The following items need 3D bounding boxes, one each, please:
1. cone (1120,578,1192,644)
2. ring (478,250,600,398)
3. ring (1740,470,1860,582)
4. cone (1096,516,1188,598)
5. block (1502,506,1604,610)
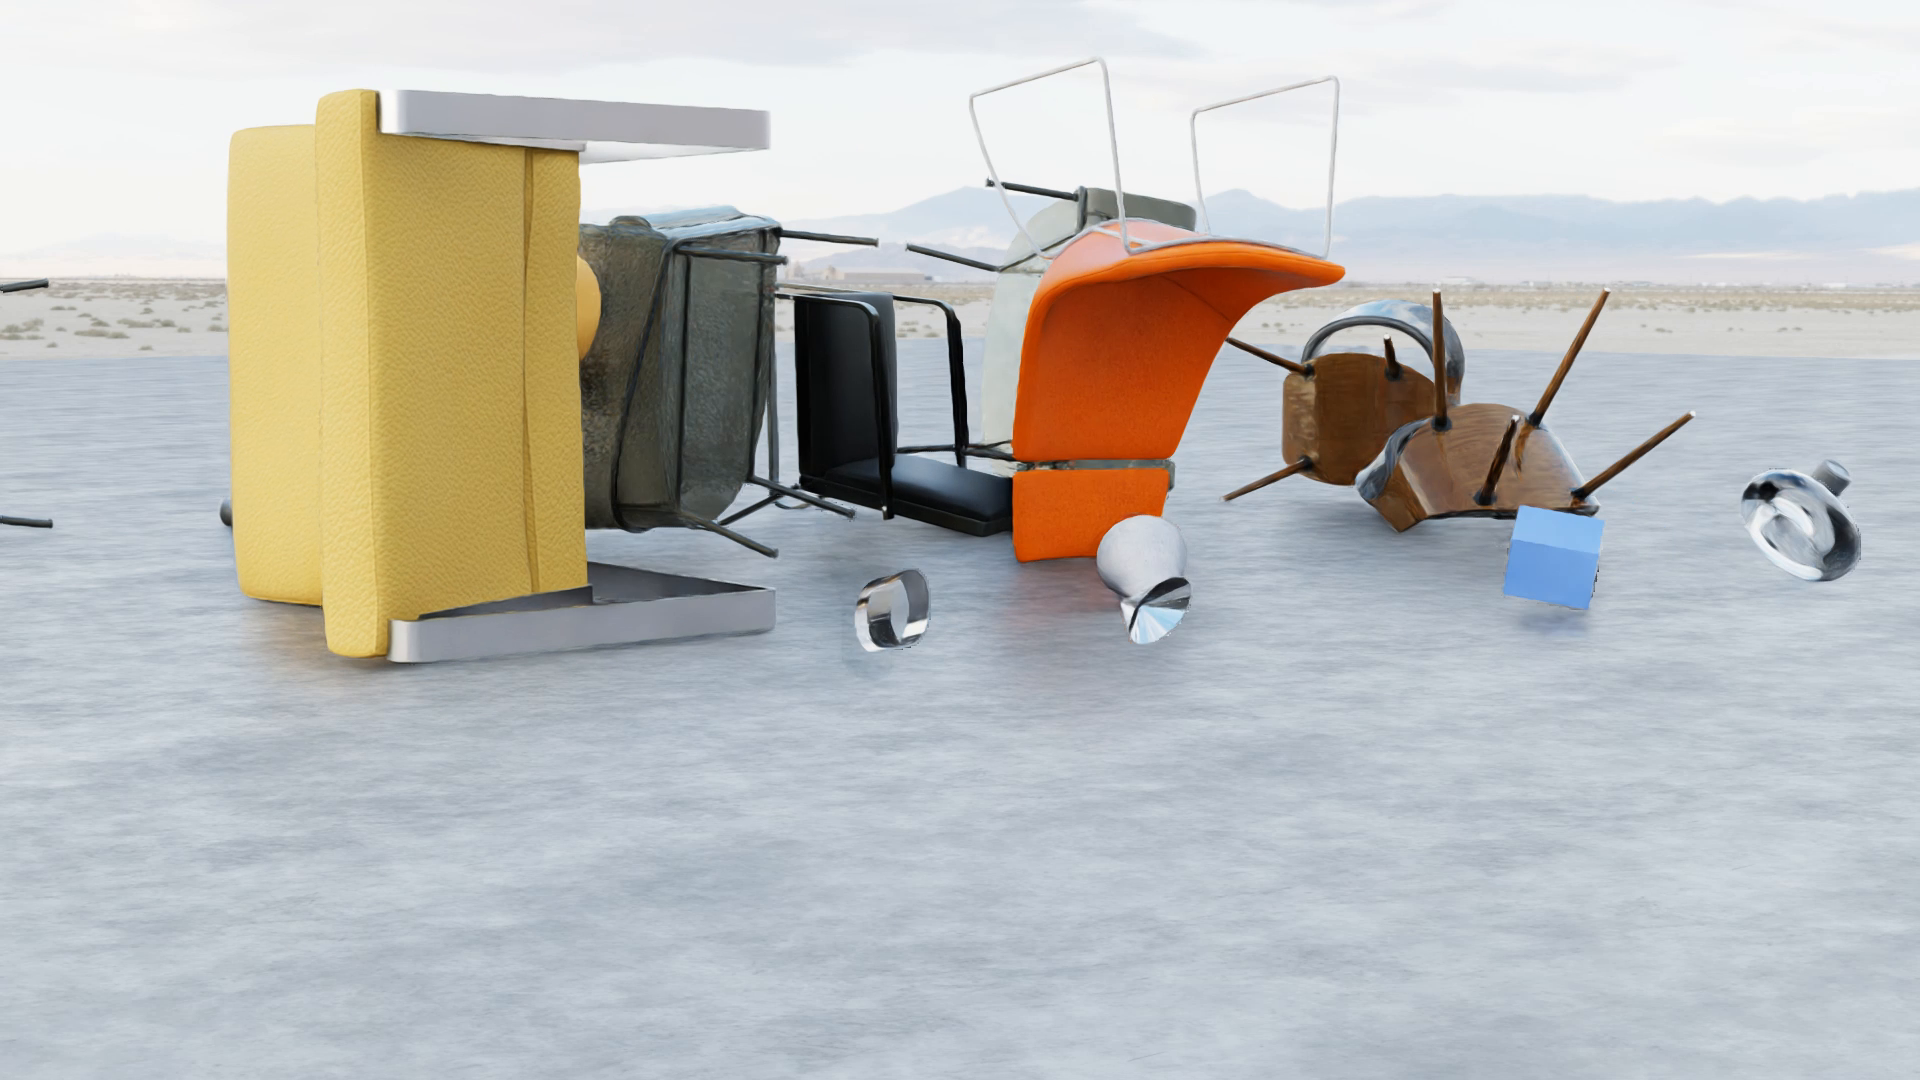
[{"bbox_3d":[0.327,0.120,4.664,0.168,0.094,0.105,-38,30,-30],"label":"cone"},{"bbox_3d":[-0.913,-0.468,5.550,0.380,0.282,0.064,-39,-18,29],"label":"ring"},{"bbox_3d":[1.801,-0.030,5.508,0.088,0.280,0.422,-39,-7,-6],"label":"ring"},{"bbox_3d":[0.393,0.090,5.091,0.183,0.217,0.200,-35,36,7],"label":"cone"},{"bbox_3d":[1.180,0.033,5.100,0.168,0.126,0.146,11,31,14],"label":"block"}]
